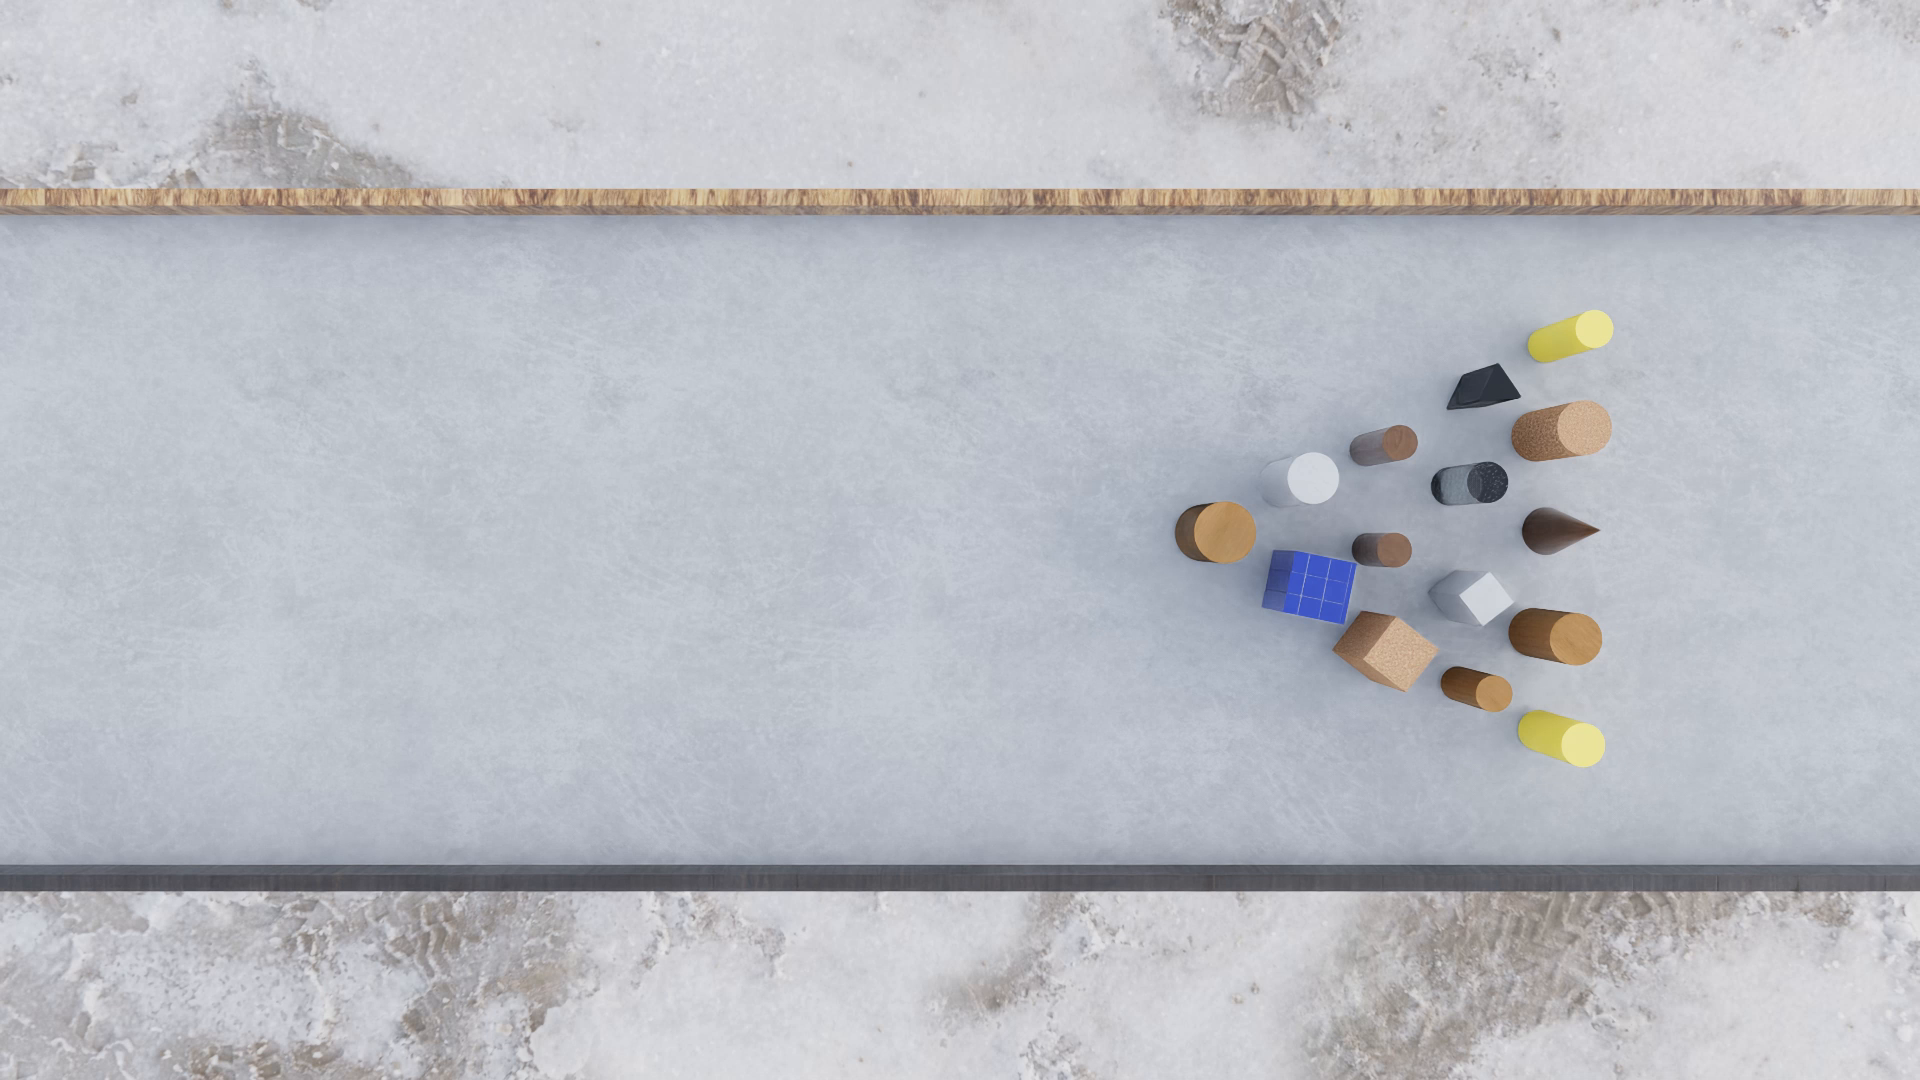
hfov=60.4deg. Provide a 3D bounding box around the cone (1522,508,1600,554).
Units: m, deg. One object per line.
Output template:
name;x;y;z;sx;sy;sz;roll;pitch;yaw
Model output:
cone;1.804;-0.027;4.858;0.148;0.436;0.148;0;90;0

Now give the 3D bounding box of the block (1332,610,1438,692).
block;1.252;0.325;4.877;0.154;0.399;0.154;38;90;0

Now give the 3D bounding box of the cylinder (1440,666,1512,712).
cylinder;1.533;0.441;4.904;0.106;0.345;0.106;0;90;0

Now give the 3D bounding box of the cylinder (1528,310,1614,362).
cylinder;1.802;-0.600;4.880;0.108;0.392;0.108;0;90;0

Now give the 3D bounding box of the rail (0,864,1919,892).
rail;-2.247;1.025;5.001;12.000;0.150;0.050;0;90;0

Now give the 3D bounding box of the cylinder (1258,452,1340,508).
cylinder;0.991;-0.174;4.852;0.145;0.449;0.145;0;90;0

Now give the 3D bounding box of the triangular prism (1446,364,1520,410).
triangular prism;1.553;-0.459;4.914;0.119;0.324;0.103;-4;90;0

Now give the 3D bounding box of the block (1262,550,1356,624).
block;1.035;0.137;4.909;0.180;0.335;0.180;12;90;0

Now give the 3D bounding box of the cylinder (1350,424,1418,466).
cylinder;1.249;-0.277;4.879;0.101;0.395;0.101;0;90;0

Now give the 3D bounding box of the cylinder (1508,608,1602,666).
cylinder;1.764;0.284;4.899;0.151;0.355;0.151;0;90;0

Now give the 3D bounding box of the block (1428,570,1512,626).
block;1.516;0.170;4.914;0.112;0.325;0.112;-38;90;0

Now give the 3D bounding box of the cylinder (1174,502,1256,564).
cylinder;0.749;-0.021;4.868;0.176;0.417;0.176;0;90;0

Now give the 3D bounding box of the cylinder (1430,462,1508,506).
cylinder;1.509;-0.165;4.896;0.119;0.361;0.119;0;90;0

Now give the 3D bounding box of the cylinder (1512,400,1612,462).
cylinder;1.775;-0.319;4.881;0.156;0.391;0.156;0;90;0

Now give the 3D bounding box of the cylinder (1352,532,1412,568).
cylinder;1.257;0.029;4.924;0.102;0.306;0.102;0;90;0

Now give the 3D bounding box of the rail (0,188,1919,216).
rail;-2.247;-1.025;5.002;12.000;0.150;0.050;0;90;0

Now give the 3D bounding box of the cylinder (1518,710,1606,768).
cylinder;1.781;0.586;4.894;0.126;0.364;0.126;0;90;0
